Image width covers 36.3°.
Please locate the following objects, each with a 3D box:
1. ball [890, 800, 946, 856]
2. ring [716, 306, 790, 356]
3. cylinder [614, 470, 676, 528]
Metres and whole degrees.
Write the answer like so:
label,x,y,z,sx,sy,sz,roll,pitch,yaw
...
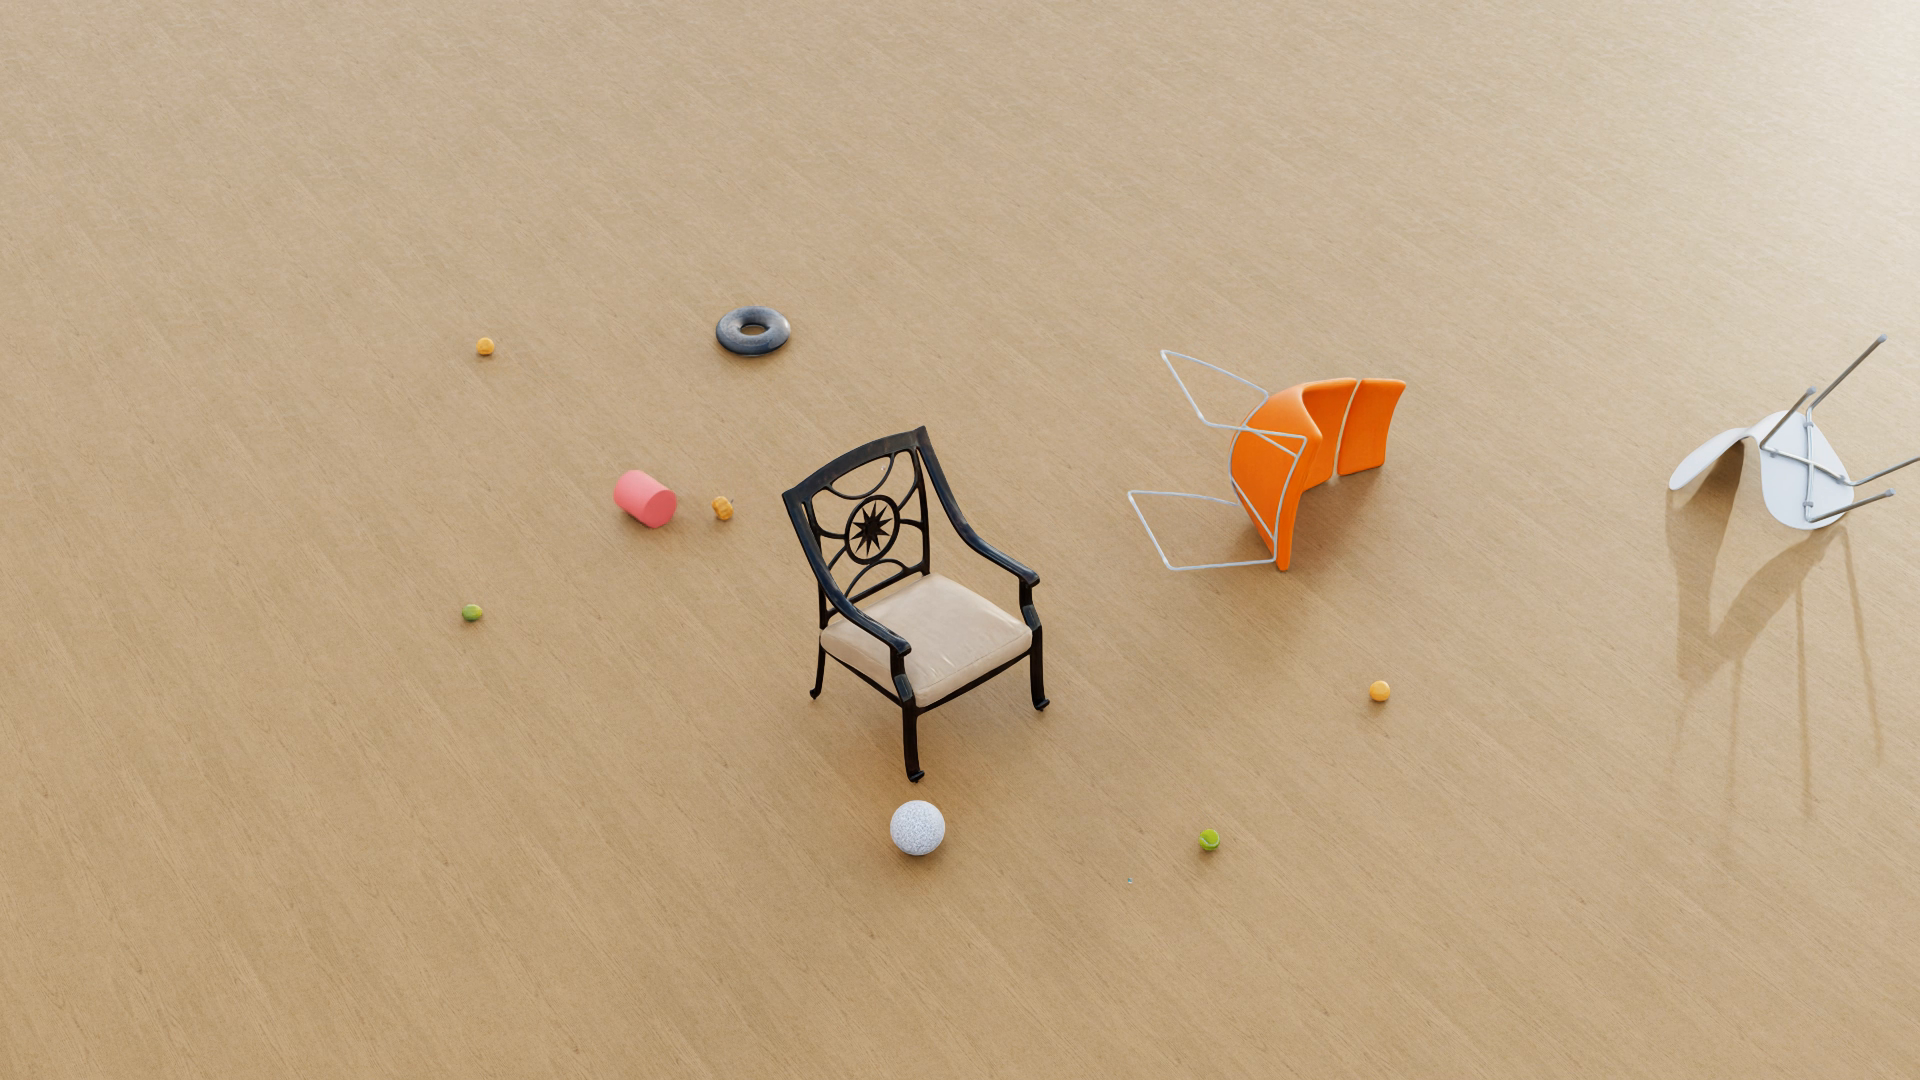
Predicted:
label,x,y,z,sx,sy,sz,roll,pitch,yaw
ball,-0.136,0.921,9.385,0.177,0.177,0.177,0,33,0
ring,-0.862,-0.873,12.210,0.314,0.066,0.389,0,33,-1
cylinder,-1.185,-0.157,11.043,0.190,0.152,0.158,32,78,39
